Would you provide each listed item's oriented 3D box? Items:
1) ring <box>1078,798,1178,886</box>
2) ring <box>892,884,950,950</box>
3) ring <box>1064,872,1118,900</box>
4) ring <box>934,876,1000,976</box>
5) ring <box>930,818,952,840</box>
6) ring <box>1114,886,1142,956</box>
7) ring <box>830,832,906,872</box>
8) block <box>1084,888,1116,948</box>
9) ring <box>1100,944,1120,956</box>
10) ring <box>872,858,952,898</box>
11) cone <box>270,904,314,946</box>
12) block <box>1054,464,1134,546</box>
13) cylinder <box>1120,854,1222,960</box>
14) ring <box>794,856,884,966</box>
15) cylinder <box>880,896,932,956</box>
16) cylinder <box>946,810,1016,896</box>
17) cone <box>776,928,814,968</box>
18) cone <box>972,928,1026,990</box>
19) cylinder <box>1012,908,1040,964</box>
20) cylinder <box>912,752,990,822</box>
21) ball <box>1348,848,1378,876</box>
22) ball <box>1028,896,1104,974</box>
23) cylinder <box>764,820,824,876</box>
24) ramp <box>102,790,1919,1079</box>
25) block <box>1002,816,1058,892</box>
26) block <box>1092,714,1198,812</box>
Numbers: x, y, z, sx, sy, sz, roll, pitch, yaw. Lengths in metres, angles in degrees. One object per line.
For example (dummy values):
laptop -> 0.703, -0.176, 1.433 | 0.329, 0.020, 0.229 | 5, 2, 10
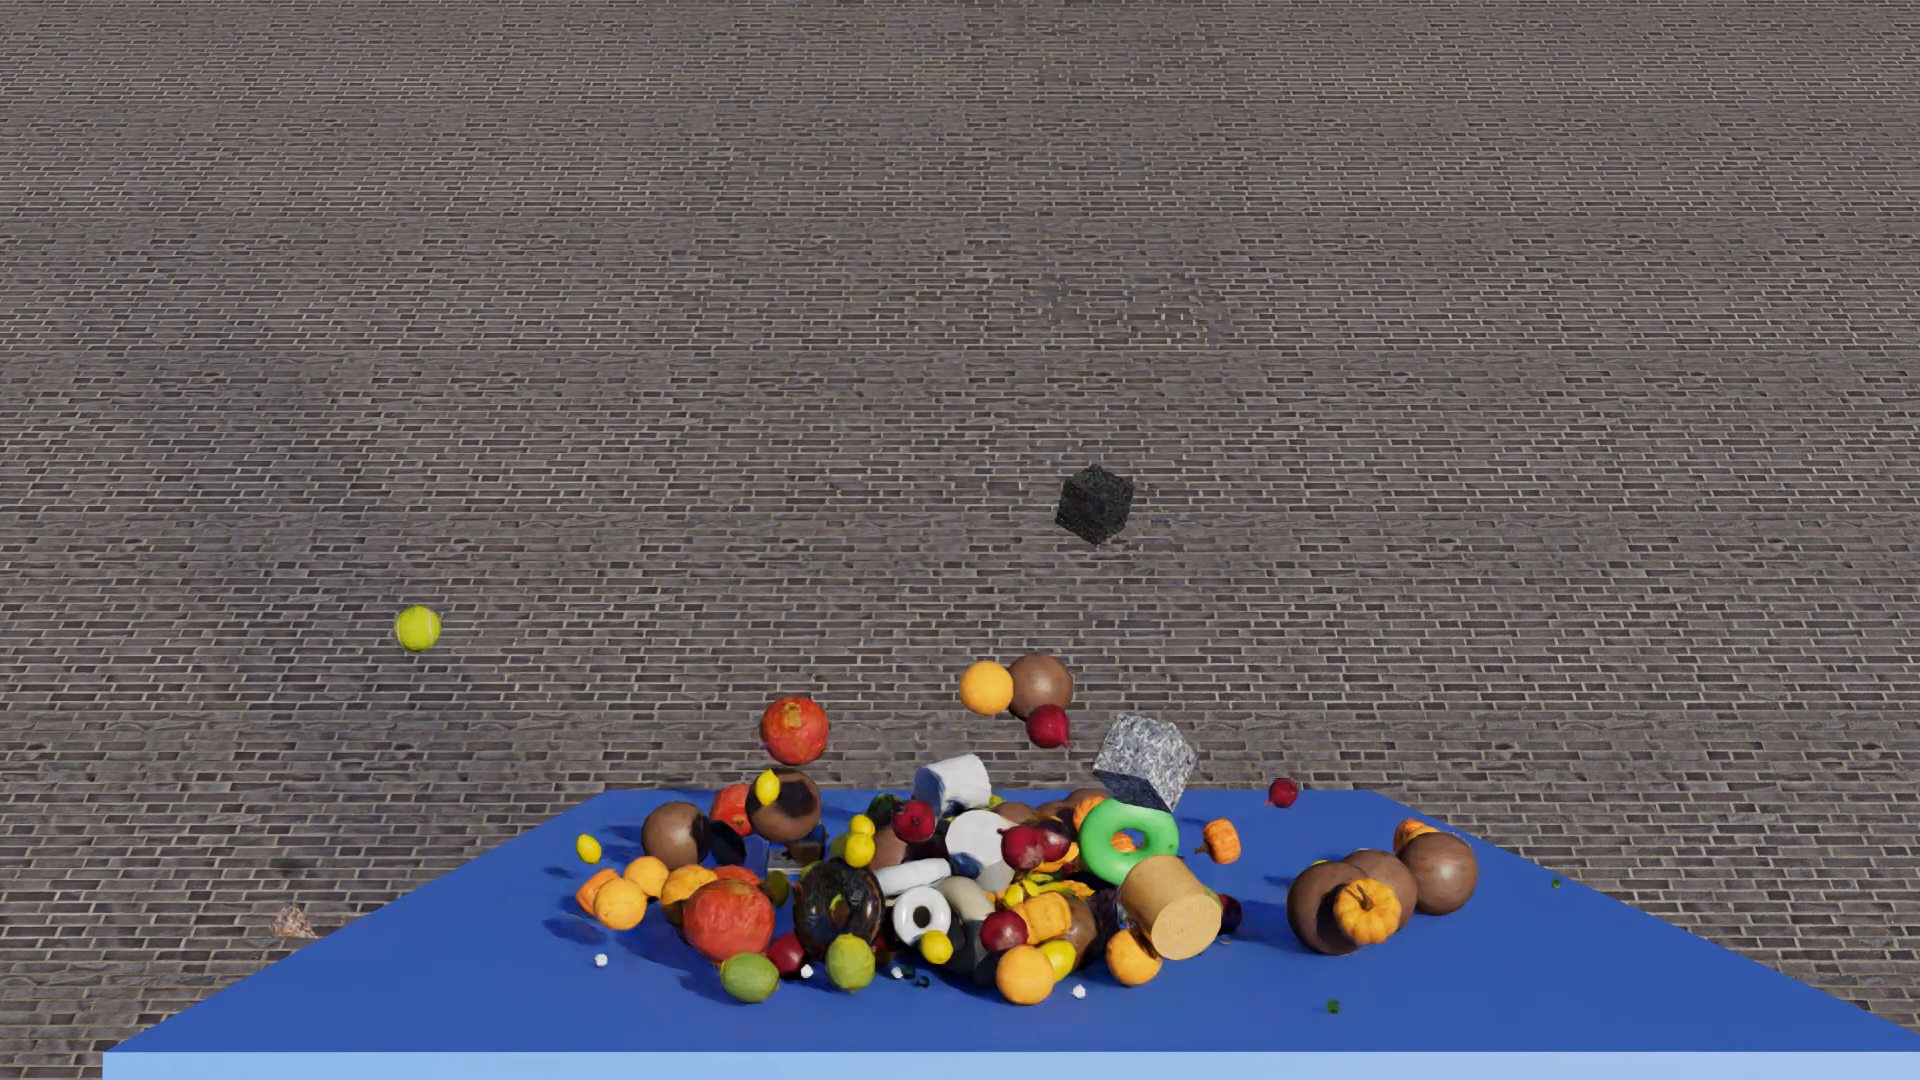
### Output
ring -> 0.246, 0.440, 3.796 | 0.149, 0.149, 0.050 | 0, 25, 0
ring -> -0.049, 0.478, 3.289 | 0.081, 0.081, 0.027 | -23, 2, -30
ring -> 0.208, 0.547, 4.019 | 0.100, 0.100, 0.033 | 15, 60, 21
ring -> 0.003, 0.501, 3.362 | 0.045, 0.136, 0.136 | -14, 35, -35
ring -> -0.004, 0.438, 3.873 | 0.086, 0.029, 0.086 | 21, -6, 2
ring -> 0.221, 0.501, 3.420 | 0.032, 0.095, 0.095 | 0, 34, -1
ring -> -0.161, 0.553, 4.537 | 0.137, 0.137, 0.046 | 7, 59, 10
block -> 0.197, 0.512, 3.514 | 0.055, 0.055, 0.055 | 22, 33, -53
ring -> 0.175, 0.552, 3.603 | 0.126, 0.042, 0.126 | 3, -4, 0
ring -> -0.068, 0.450, 3.455 | 0.117, 0.039, 0.117 | -12, -9, -2
cone -> -0.954, 0.564, 3.757 | 0.060, 0.060, 0.060 | 10, 34, 30
block -> 0.208, -0.055, 4.011 | 0.079, 0.079, 0.079 | 30, 36, 26
cylinder -> 0.262, 0.456, 3.234 | 0.095, 0.095, 0.095 | -12, 28, -17
ring -> -0.154, 0.473, 3.311 | 0.139, 0.139, 0.046 | 32, 10, 38
cylinder -> -0.069, 0.509, 3.543 | 0.093, 0.093, 0.093 | -2, 64, 4
cylinder -> 0.029, 0.439, 3.638 | 0.091, 0.091, 0.091 | -3, 56, 4
cone -> -0.221, 0.544, 3.479 | 0.052, 0.052, 0.052 | 0, -1, 0
cone -> 0.033, 0.512, 3.261 | 0.074, 0.074, 0.074 | -15, 43, -21
cylinder -> 0.121, 0.534, 3.486 | 0.072, 0.072, 0.072 | -1, 25, 44
cylinder -> -0.013, 0.380, 3.986 | 0.088, 0.088, 0.088 | -13, 36, -28
ball -> 0.716, 0.573, 4.614 | 0.052, 0.052, 0.052 | 0, 34, 0
ball -> 0.138, 0.513, 3.375 | 0.100, 0.100, 0.100 | 0, 34, 0
cylinder -> -0.296, 0.547, 4.615 | 0.098, 0.098, 0.098 | 3, 33, -10
ramp -> 0.075, 0.653, 4.796 | 2.000, 0.100, 4.000 | 0, -1, 0
block -> 0.097, 0.528, 4.358 | 0.080, 0.080, 0.080 | 26, 79, 34
block -> 0.235, 0.283, 3.291 | 0.083, 0.083, 0.083 | 8, 59, 36
